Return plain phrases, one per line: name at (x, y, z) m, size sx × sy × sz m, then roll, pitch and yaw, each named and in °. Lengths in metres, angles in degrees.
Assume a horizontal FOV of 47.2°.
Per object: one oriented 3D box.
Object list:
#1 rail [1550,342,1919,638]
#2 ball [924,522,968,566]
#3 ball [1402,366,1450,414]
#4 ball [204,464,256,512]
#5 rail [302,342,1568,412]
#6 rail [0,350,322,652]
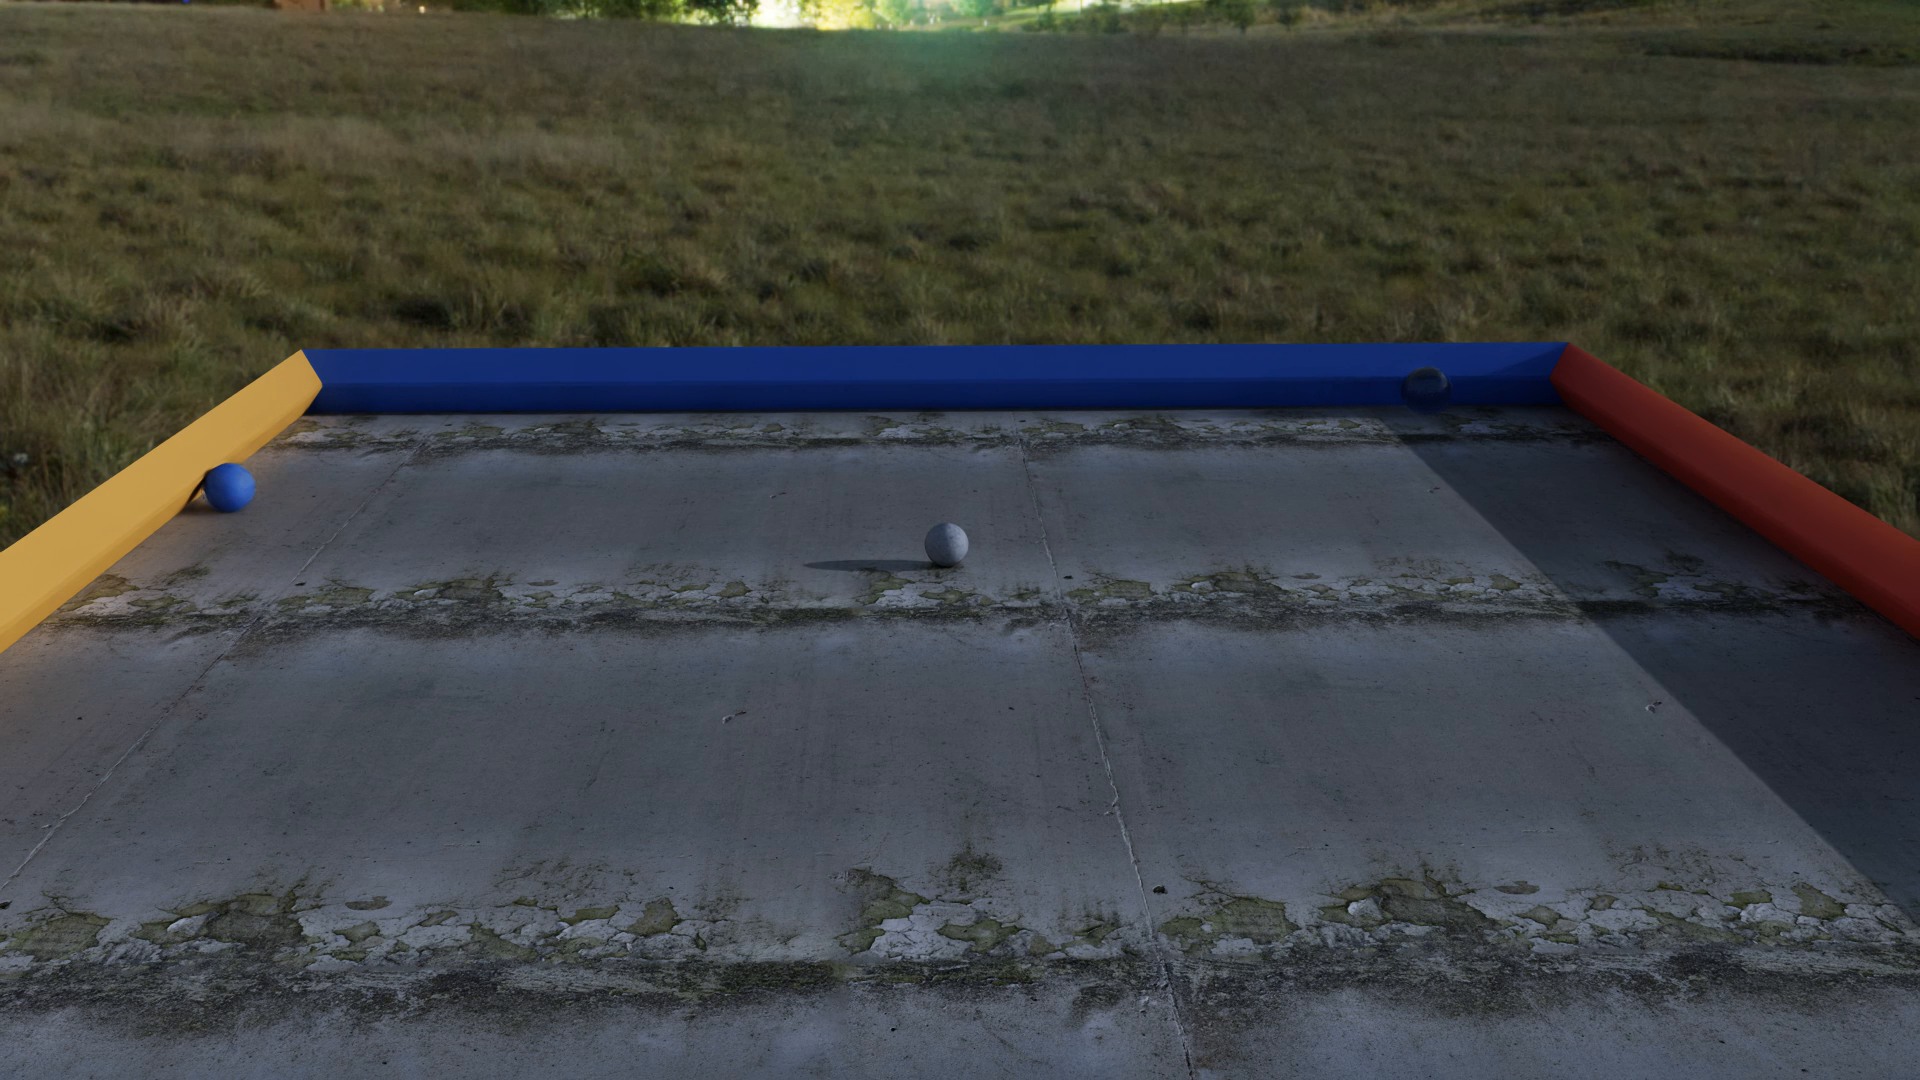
rail at (1.149, 0.245, 1.937) m, size 0.045 × 0.112 × 4.256 m, roll 0°, pitch 15°, yaw -2°
ball at (-0.018, 0.006, 2.938) m, size 0.059 × 0.059 × 0.059 m, roll 0°, pitch 15°, yaw 0°
ball at (0.827, -0.265, 3.903) m, size 0.086 × 0.086 × 0.086 m, roll 0°, pitch 15°, yaw 0°
ball at (-1.072, -0.077, 3.226) m, size 0.071 × 0.071 × 0.071 m, roll 0°, pitch 15°, yaw 0°
rail at (-0.034, -0.288, 3.934) m, size 2.277 × 0.112 × 0.045 m, roll 0°, pitch 15°, yaw -2°
rail at (-1.079, 0.264, 1.867) m, size 0.045 × 0.112 × 4.256 m, roll 0°, pitch 15°, yaw -2°
